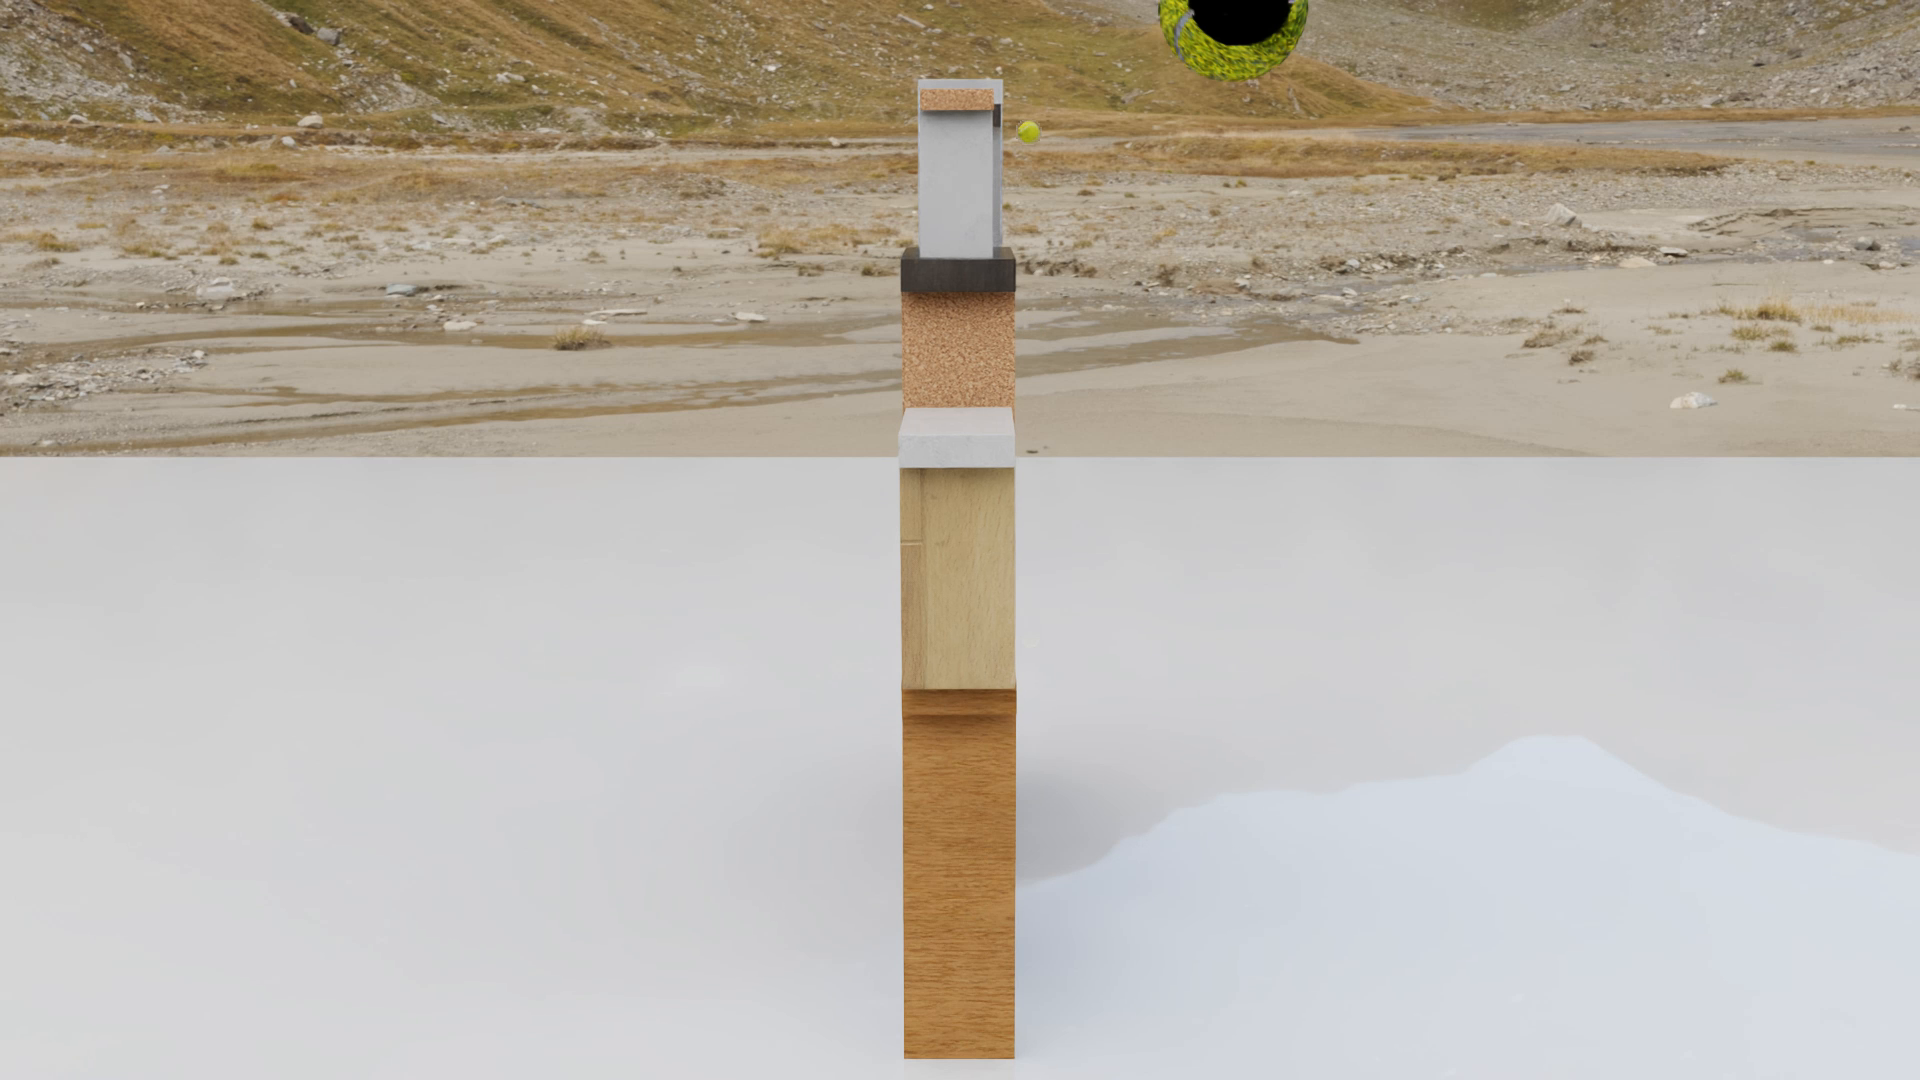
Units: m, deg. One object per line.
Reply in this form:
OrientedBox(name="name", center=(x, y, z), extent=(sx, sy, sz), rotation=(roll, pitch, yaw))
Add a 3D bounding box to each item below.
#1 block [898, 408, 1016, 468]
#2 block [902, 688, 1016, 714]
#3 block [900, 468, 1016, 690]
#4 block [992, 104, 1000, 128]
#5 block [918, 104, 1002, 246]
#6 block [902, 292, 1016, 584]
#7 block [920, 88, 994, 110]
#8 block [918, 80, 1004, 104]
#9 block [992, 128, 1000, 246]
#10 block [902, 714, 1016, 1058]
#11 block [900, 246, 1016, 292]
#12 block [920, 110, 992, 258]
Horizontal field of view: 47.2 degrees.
OrientedBox(name="block", center=(-0.003, -0.138, 2.917), extent=(0.147, 0.042, 0.294), rotation=(0, 10, 1))
OrientedBox(name="block", center=(0.000, 0.182, 3.041), extent=(0.152, 0.043, 0.303), rotation=(0, 10, 0))
OrientedBox(name="block", center=(-0.003, 0.045, 2.851), extent=(0.147, 0.294, 0.042), rotation=(0, 10, 0))
OrientedBox(name="block", center=(0.003, -0.670, 3.476), extent=(0.119, 0.034, 0.238), rotation=(0, 11, 0))
OrientedBox(name="block", center=(0.001, -0.586, 3.665), extent=(0.138, 0.276, 0.039), rotation=(0, 10, 0))
OrientedBox(name="block", center=(-0.001, -0.108, 3.130), extent=(0.158, 0.496, 0.045), rotation=(0, 10, 0))
OrientedBox(name="block", center=(-0.004, -0.620, 3.100), extent=(0.101, 0.029, 0.202), rotation=(0, 11, 0))
OrientedBox(name="block", center=(0.001, -0.758, 3.727), extent=(0.138, 0.039, 0.276), rotation=(0, 11, 0))
OrientedBox(name="block", center=(0.003, -0.506, 3.425), extent=(0.119, 0.270, 0.034), rotation=(0, 10, 0))
OrientedBox(name="block", center=(-0.001, 0.465, 2.991), extent=(0.152, 0.494, 0.043), rotation=(0, 11, 0))
OrientedBox(name="block", center=(-0.002, -0.393, 3.184), extent=(0.158, 0.045, 0.317), rotation=(0, 11, 0))
OrientedBox(name="block", center=(-0.005, -0.494, 3.054), extent=(0.101, 0.202, 0.029), rotation=(0, 11, 0))
